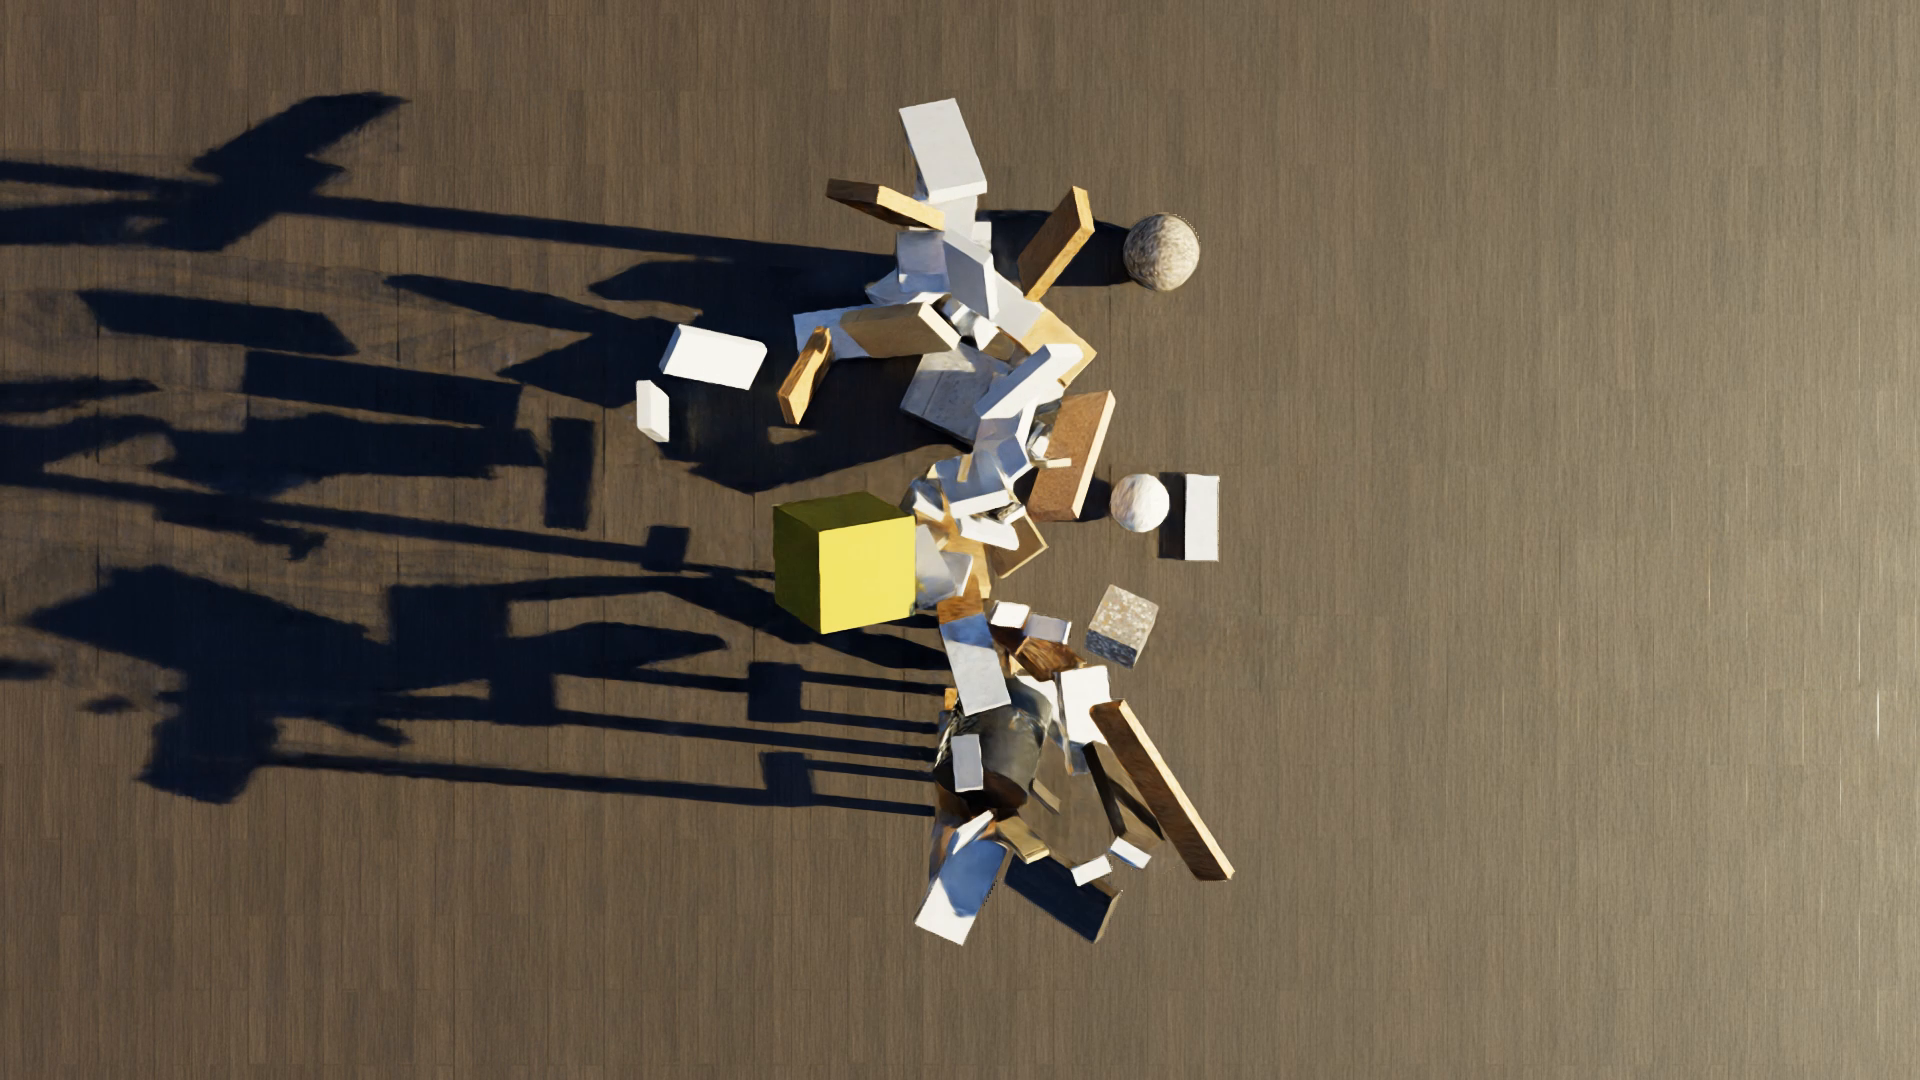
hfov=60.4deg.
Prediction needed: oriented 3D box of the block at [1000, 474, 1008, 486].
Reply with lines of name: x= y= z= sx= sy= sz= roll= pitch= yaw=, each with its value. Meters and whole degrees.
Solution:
block: x=0.027 y=-0.124 z=4.860 sx=0.154 sy=0.309 sz=0.044 roll=-30 pitch=90 yaw=19

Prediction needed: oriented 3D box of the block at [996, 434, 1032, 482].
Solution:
block: x=0.133 y=-0.204 z=4.091 sx=0.064 sy=0.129 sz=0.018 roll=-38 pitch=130 yaw=15

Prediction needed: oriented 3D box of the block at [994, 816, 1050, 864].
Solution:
block: x=0.164 y=0.794 z=4.376 sx=0.073 sy=0.147 sz=0.021 roll=-16 pitch=130 yaw=-30

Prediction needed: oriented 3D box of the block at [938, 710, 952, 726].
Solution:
block: x=-0.003 y=0.563 z=5.155 sx=0.122 sy=0.244 sz=0.035 roll=-1 pitch=90 yaw=0

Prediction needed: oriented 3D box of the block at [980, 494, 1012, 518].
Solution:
block: x=0.023 y=-0.063 z=4.788 sx=0.168 sy=0.336 sz=0.048 roll=-29 pitch=91 yaw=23

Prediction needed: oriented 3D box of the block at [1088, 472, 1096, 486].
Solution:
block: x=0.387 y=-0.158 z=5.454 sx=0.022 sy=0.076 sz=0.170 roll=32 pitch=86 yaw=-17

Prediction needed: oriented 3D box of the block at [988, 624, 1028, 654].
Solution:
block: x=0.131 y=0.266 z=4.727 sx=0.130 sy=0.018 sz=0.065 roll=35 pitch=87 yaw=26

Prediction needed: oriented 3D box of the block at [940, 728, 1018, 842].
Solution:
block: x=0.061 y=0.709 z=4.776 sx=0.156 sy=0.395 sz=0.044 roll=10 pitch=124 yaw=-23

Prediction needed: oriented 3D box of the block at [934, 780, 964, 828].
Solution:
block: x=0.006 y=0.766 z=4.842 sx=0.151 sy=0.302 sz=0.043 roll=15 pitch=105 yaw=-6

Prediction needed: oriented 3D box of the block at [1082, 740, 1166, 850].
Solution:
block: x=0.457 y=0.715 z=4.632 sx=0.156 sy=0.311 sz=0.044 roll=21 pitch=125 yaw=-38

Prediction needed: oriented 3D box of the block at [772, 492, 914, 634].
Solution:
block: x=-0.288 y=0.050 z=4.084 sx=0.258 sy=0.258 sz=0.258 roll=-10 pitch=110 yaw=-30

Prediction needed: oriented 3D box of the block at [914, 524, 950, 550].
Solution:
block: x=-0.101 y=0.000 z=4.363 sx=0.104 sy=0.209 sz=0.030 roll=13 pitch=103 yaw=10

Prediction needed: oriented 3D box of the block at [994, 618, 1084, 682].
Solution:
block: x=0.232 y=0.328 z=4.975 sx=0.150 sy=0.300 sz=0.042 roll=-9 pitch=118 yaw=-26

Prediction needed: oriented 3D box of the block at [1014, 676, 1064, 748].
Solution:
block: x=0.290 y=0.524 z=4.996 sx=0.150 sy=0.300 sz=0.042 roll=10 pitch=117 yaw=-40

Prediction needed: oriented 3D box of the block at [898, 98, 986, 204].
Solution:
block: x=-0.052 y=-1.129 z=4.777 sx=0.170 sy=0.048 sz=0.339 roll=-13 pitch=60 yaw=-8

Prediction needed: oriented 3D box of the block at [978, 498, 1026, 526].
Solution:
block: x=0.076 y=-0.094 z=4.421 sx=0.083 sy=0.196 sz=0.023 roll=-32 pitch=129 yaw=-35

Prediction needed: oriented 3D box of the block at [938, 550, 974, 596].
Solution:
block: x=-0.031 y=0.084 z=4.310 sx=0.104 sy=0.209 sz=0.030 roll=6 pitch=113 yaw=6

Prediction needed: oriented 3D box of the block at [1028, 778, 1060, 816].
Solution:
block: x=0.219 y=0.665 z=4.271 sx=0.014 sy=0.050 sz=0.099 roll=-38 pitch=109 yaw=26

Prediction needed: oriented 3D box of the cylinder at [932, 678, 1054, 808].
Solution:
cylinder: x=0.094 y=0.564 z=4.613 sx=0.275 sy=0.275 sz=0.275 roll=19 pitch=61 yaw=0

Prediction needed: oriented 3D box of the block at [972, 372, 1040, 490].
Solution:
block: x=0.134 y=-0.338 z=5.169 sx=0.169 sy=0.048 sz=0.338 roll=26 pitch=105 yaw=44

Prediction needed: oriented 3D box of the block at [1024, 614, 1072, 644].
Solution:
block: x=0.246 y=0.251 z=4.656 sx=0.130 sy=0.018 sz=0.065 roll=10 pitch=80 yaw=31

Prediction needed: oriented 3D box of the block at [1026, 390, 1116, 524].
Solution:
block: x=0.356 y=-0.270 z=5.287 sx=0.169 sy=0.048 sz=0.520 roll=-6 pitch=46 yaw=31

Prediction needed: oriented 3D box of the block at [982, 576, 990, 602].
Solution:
block: x=0.001 y=0.143 z=4.800 sx=0.168 sy=0.713 sz=0.048 roll=2 pitch=86 yaw=1

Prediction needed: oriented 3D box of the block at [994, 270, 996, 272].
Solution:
block: x=0.048 y=-0.702 z=4.461 sx=0.030 sy=0.209 sz=0.104 roll=35 pitch=100 yaw=-16

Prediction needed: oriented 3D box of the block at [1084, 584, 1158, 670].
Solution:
block: x=0.390 y=0.211 z=3.990 sx=0.128 sy=0.128 sz=0.128 roll=24 pitch=66 yaw=11

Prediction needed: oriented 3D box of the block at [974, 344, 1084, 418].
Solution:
block: x=0.157 y=-0.366 z=3.809 sx=0.251 sy=0.126 sz=0.036 roll=-39 pitch=71 yaw=35

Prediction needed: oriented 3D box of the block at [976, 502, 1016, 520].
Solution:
block: x=0.080 y=-0.088 z=4.353 sx=0.064 sy=0.129 sz=0.018 roll=-32 pitch=123 yaw=-31

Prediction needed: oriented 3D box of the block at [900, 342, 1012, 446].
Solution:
block: x=-0.014 y=-0.487 z=5.365 sx=0.270 sy=0.270 sz=0.270 roll=25 pitch=90 yaw=0

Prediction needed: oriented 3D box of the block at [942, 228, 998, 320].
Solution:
block: x=0.028 y=-0.659 z=4.123 sx=0.126 sy=0.295 sz=0.036 roll=35 pitch=76 yaw=15

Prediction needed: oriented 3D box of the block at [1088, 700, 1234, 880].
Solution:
block: x=0.554 y=0.693 z=4.531 sx=0.033 sy=0.118 sz=0.608 roll=-46 pitch=110 yaw=-38

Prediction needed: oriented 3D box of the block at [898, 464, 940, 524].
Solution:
block: x=-0.155 y=-0.063 z=4.804 sx=0.044 sy=0.154 sz=0.314 roll=34 pitch=58 yaw=-13

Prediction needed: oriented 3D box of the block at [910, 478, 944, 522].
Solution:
block: x=-0.087 y=-0.108 z=4.363 sx=0.083 sy=0.166 sz=0.023 roll=28 pitch=108 yaw=-15

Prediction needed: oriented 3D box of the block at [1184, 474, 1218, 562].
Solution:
block: x=0.801 y=-0.073 z=5.485 sx=0.104 sy=0.030 sz=0.284 roll=1 pitch=90 yaw=0

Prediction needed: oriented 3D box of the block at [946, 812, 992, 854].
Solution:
block: x=0.026 y=0.778 z=4.387 sx=0.021 sy=0.147 sz=0.073 roll=38 pitch=122 yaw=23

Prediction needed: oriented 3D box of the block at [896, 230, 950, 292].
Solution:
block: x=-0.086 y=-0.764 z=4.506 sx=0.170 sy=0.339 sz=0.048 roll=0 pitch=120 yaw=-4

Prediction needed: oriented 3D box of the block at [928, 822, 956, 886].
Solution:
block: x=-0.014 y=0.949 z=5.000 sx=0.151 sy=0.605 sz=0.043 roll=1 pitch=94 yaw=0

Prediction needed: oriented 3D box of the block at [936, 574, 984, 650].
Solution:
block: x=0.000 y=0.182 z=4.268 sx=0.118 sy=0.236 sz=0.033 roll=-4 pitch=132 yaw=-5

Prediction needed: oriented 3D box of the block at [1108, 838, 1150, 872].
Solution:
block: x=0.444 y=0.822 z=4.314 sx=0.099 sy=0.050 sz=0.014 roll=30 pitch=131 yaw=13
